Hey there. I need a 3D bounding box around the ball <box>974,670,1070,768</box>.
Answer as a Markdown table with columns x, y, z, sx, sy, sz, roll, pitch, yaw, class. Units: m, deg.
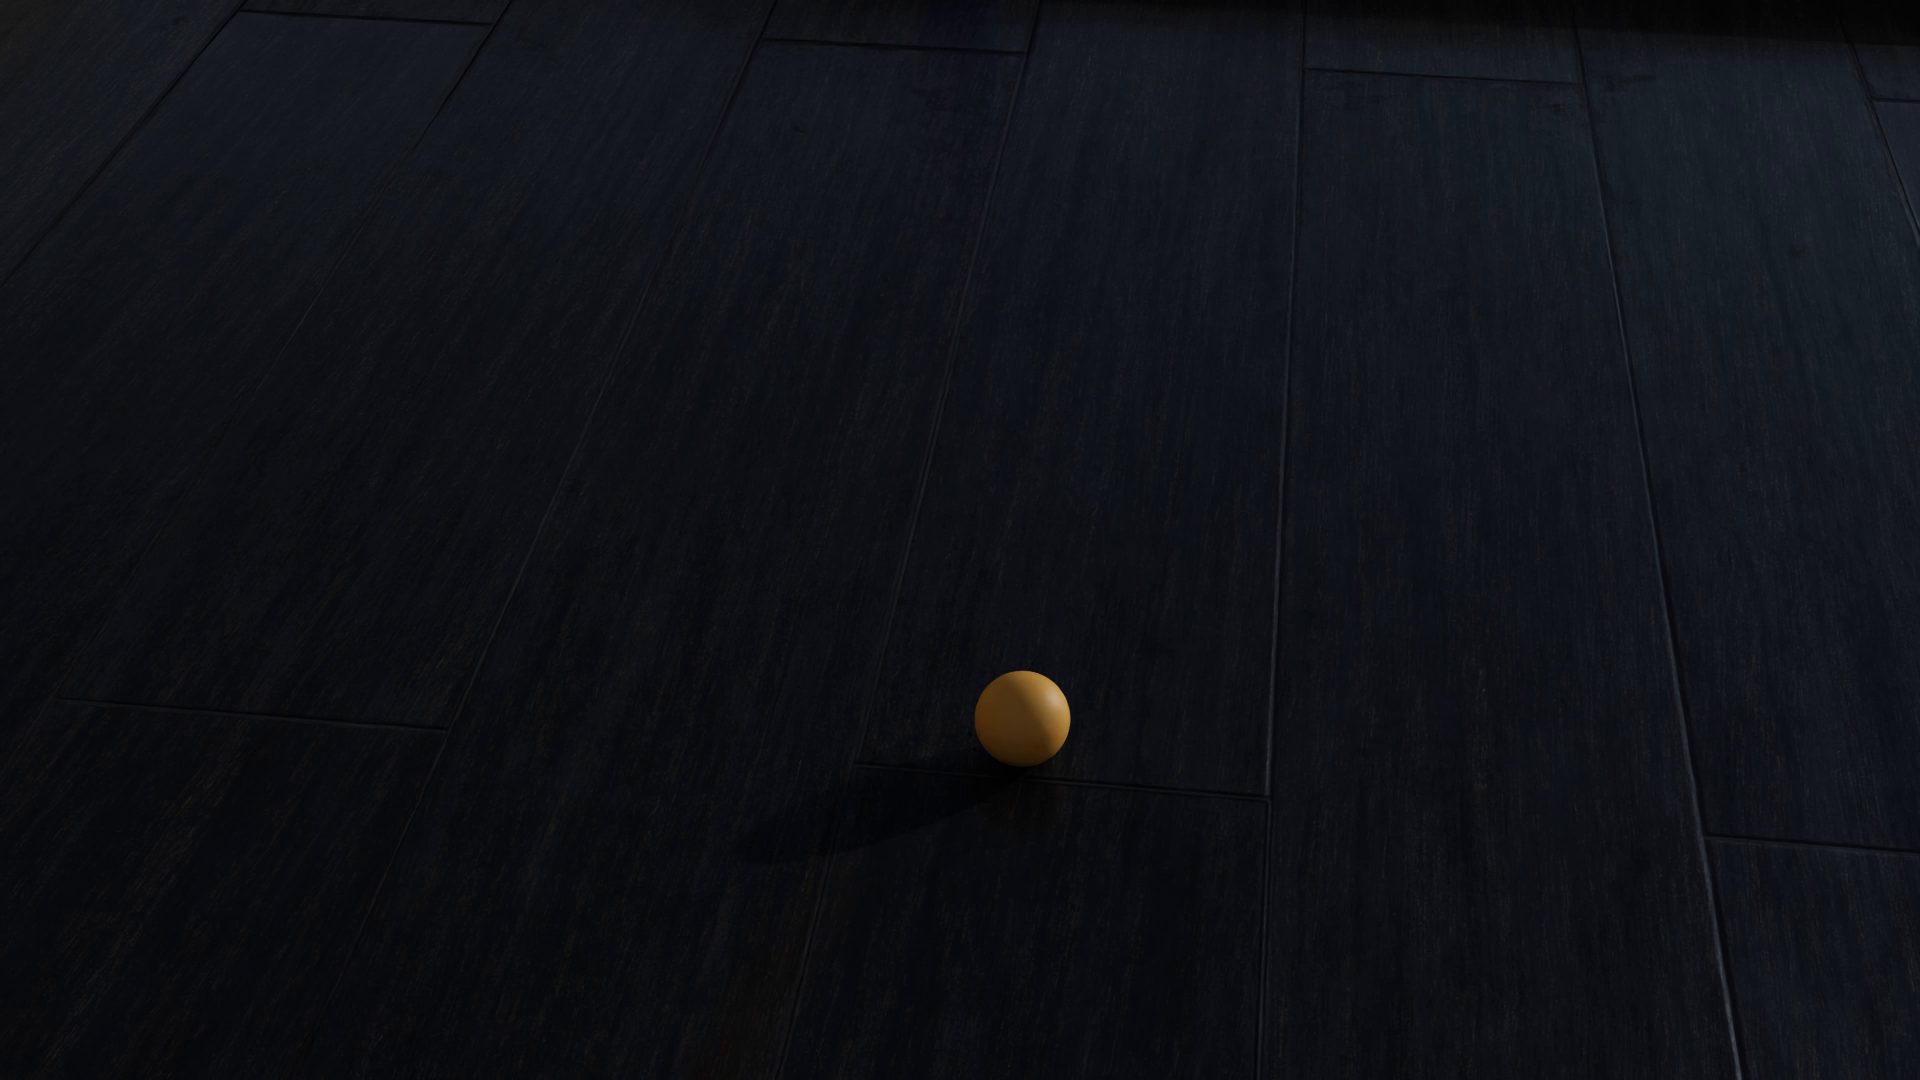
| x | y | z | sx | sy | sz | roll | pitch | yaw | class |
| --- | --- | --- | --- | --- | --- | --- | --- | --- | --- |
| 0.037 | 0.107 | 1.529 | 0.057 | 0.057 | 0.057 | 0 | 36 | 0 | ball |
